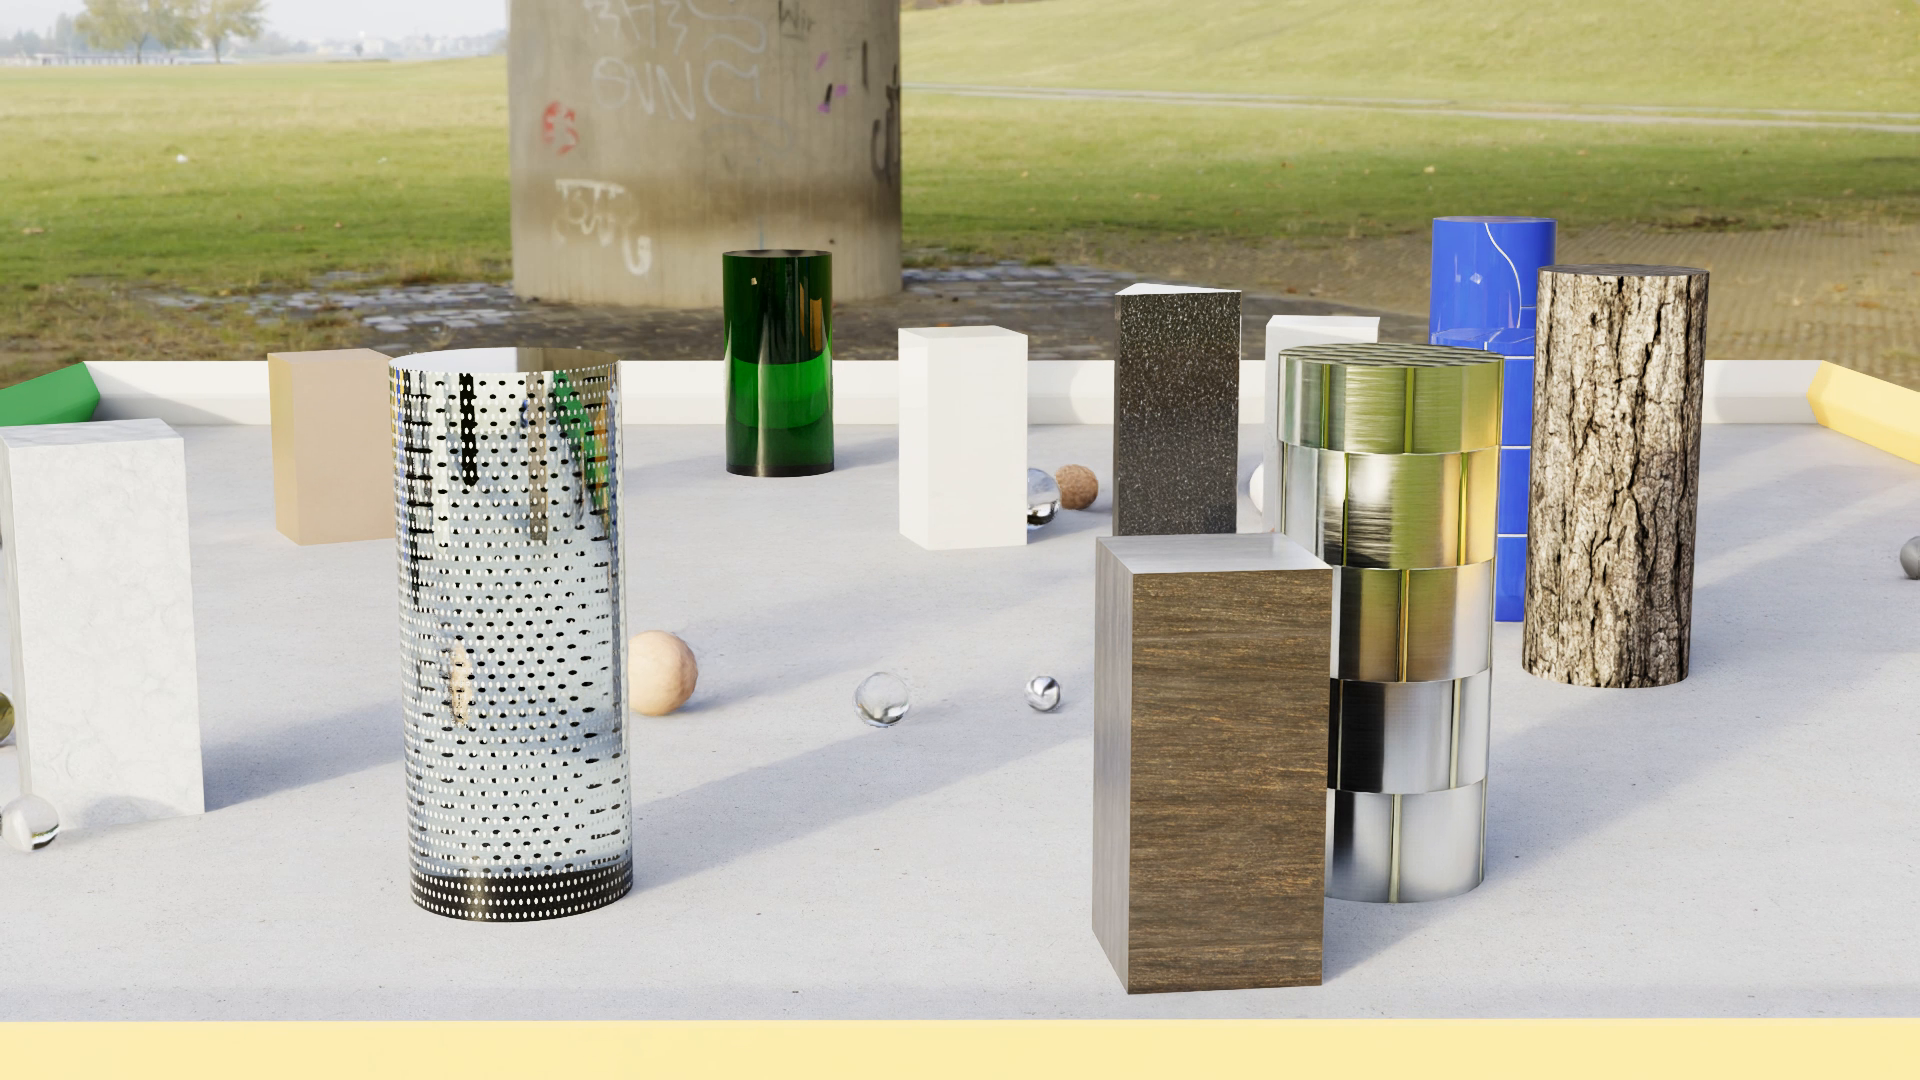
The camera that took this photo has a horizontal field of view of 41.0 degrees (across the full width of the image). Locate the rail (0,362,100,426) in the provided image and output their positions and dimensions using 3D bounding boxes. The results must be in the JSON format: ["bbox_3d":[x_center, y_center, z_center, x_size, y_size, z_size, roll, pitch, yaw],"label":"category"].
[{"bbox_3d":[-1.757,0.035,3.439,0.045,0.128,3.689,0,10,0],"label":"rail"}]

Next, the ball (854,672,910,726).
[{"bbox_3d":[-0.087,0.177,2.861,0.061,0.061,0.061,0,10,0],"label":"ball"}]

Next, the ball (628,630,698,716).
[{"bbox_3d":[-0.346,0.151,2.907,0.097,0.097,0.097,0,10,0],"label":"ball"}]

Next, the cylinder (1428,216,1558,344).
[{"bbox_3d":[0.862,-0.280,4.176,0.198,0.481,0.198,0,10,0],"label":"cylinder"}]

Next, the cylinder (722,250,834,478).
[{"bbox_3d":[-0.328,-0.323,4.649,0.198,0.393,0.198,0,10,0],"label":"cylinder"}]

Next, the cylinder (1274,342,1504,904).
[{"bbox_3d":[0.381,0.069,2.312,0.198,0.474,0.198,0,10,0],"label":"cylinder"}]

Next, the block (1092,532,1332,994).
[{"bbox_3d":[0.201,0.177,2.092,0.158,0.341,0.158,-1,11,-7],"label":"block"}]

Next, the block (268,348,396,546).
[{"bbox_3d":[-0.979,-0.148,4.014,0.158,0.281,0.158,-5,12,-27],"label":"block"}]

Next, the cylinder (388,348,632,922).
[{"bbox_3d":[-0.393,0.078,2.261,0.198,0.475,0.198,0,10,0],"label":"cylinder"}]

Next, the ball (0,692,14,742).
[{"bbox_3d":[-1.055,0.191,2.771,0.066,0.066,0.066,0,10,0],"label":"ball"}]

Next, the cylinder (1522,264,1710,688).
[{"bbox_3d":[0.787,-0.081,3.089,0.198,0.487,0.198,0,10,0],"label":"cylinder"}]

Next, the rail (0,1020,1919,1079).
[{"bbox_3d":[0.010,0.365,1.658,3.562,0.128,0.045,0,10,0],"label":"rail"}]

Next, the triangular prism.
[{"bbox_3d":[0.261,-0.113,3.392,0.171,0.439,0.148,-3,11,-16],"label":"triangular prism"}]

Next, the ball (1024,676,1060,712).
[{"bbox_3d":[0.094,0.175,2.928,0.041,0.041,0.041,0,10,0],"label":"ball"}]

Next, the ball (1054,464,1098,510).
[{"bbox_3d":[0.192,-0.087,4.246,0.076,0.076,0.076,0,10,0],"label":"ball"}]

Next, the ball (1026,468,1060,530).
[{"bbox_3d":[0.111,-0.066,4.073,0.098,0.098,0.098,0,10,0],"label":"ball"}]

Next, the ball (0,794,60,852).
[{"bbox_3d":[-0.872,0.265,2.404,0.054,0.054,0.054,0,10,0],"label":"ball"}]

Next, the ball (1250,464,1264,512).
[{"bbox_3d":[0.520,-0.085,4.185,0.094,0.094,0.094,0,10,0],"label":"ball"}]

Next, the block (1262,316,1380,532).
[{"bbox_3d":[0.533,-0.145,3.789,0.158,0.357,0.158,2,11,10],"label":"block"}]

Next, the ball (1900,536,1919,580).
[{"bbox_3d":[1.379,0.025,3.670,0.065,0.065,0.065,0,10,0],"label":"ball"}]

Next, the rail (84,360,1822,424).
[{"bbox_3d":[-0.010,-0.298,5.239,3.562,0.128,0.045,0,10,0],"label":"rail"}]

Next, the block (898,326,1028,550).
[{"bbox_3d":[0.004,-0.161,3.967,0.158,0.323,0.158,-3,11,-17],"label":"block"}]

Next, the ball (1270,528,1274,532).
[{"bbox_3d":[0.475,0.017,3.650,0.090,0.090,0.090,0,10,0],"label":"ball"}]

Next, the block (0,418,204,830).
[{"bbox_3d":[-0.850,0.079,2.534,0.158,0.373,0.158,-5,12,-25],"label":"block"}]

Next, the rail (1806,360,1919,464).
[{"bbox_3d":[1.757,0.031,3.459,0.045,0.128,3.689,0,10,0],"label":"rail"}]

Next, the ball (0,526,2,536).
[{"bbox_3d":[-1.482,-0.014,3.866,0.071,0.071,0.071,0,10,0],"label":"ball"}]

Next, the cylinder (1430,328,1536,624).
[{"bbox_3d":[0.728,-0.091,3.455,0.198,0.371,0.198,0,10,0],"label":"cylinder"}]
